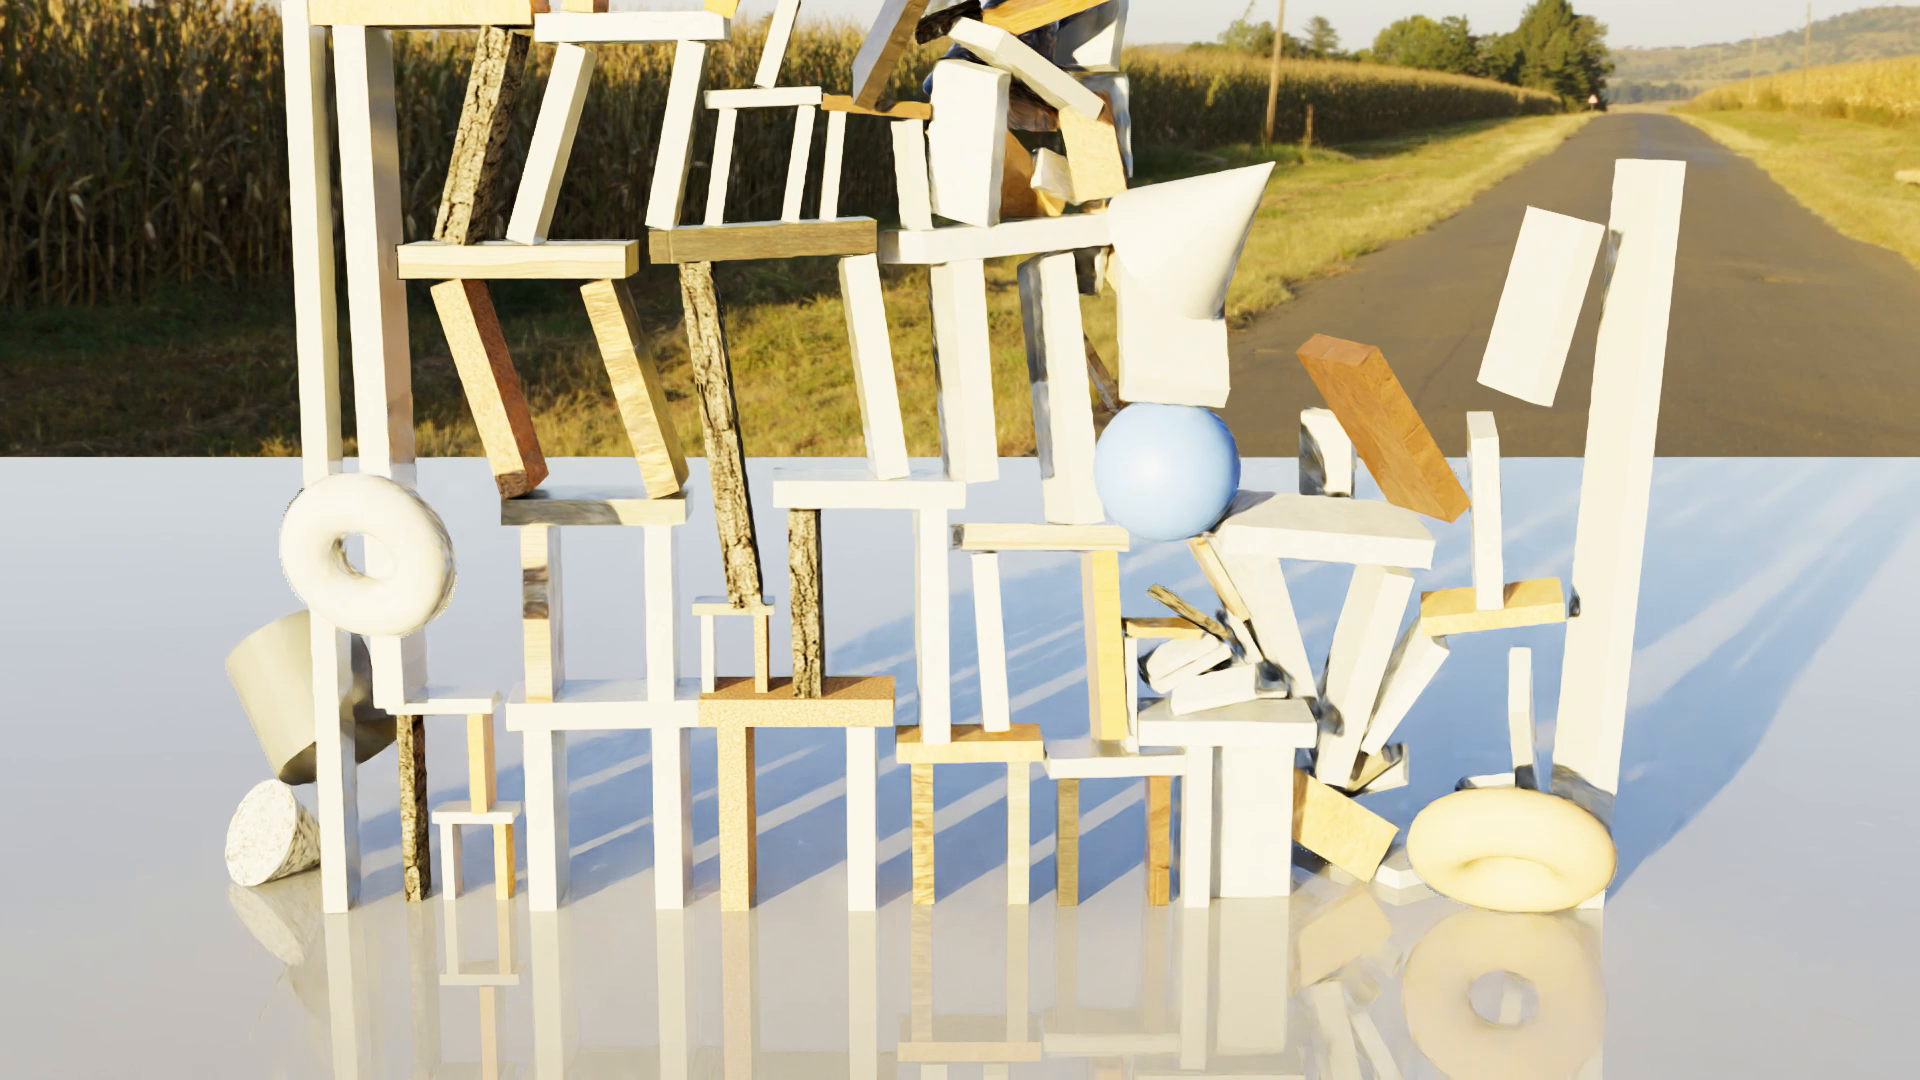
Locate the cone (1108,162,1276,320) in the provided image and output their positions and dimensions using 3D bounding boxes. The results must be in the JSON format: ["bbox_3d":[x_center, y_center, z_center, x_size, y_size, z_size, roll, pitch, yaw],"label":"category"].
[{"bbox_3d":[0.401,-0.511,3.390,0.247,0.247,0.247,-12,-20,-48],"label":"cone"}]

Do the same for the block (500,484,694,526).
[{"bbox_3d":[-0.580,-0.057,3.539,0.289,0.041,0.144,0,10,-1],"label":"block"}]

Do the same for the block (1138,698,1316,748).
[{"bbox_3d":[0.431,0.297,3.591,0.282,0.040,0.141,0,12,1],"label":"block"}]

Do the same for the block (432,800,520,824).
[{"bbox_3d":[-0.802,0.451,3.647,0.131,0.019,0.066,0,11,0],"label":"block"}]

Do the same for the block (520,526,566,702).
[{"bbox_3d":[-0.675,0.106,3.566,0.041,0.289,0.144,0,10,-2],"label":"block"}]

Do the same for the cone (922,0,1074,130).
[{"bbox_3d":[0.096,-0.840,3.557,0.270,0.270,0.270,9,29,-5],"label":"cone"}]

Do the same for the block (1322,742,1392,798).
[{"bbox_3d":[0.674,0.387,3.764,0.020,0.144,0.072,19,44,-32],"label":"block"}]

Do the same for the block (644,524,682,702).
[{"bbox_3d":[-0.482,0.104,3.573,0.041,0.289,0.144,0,11,-2],"label":"block"}]

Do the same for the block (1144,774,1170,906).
[{"bbox_3d":[0.326,0.481,3.645,0.032,0.223,0.112,-1,11,0],"label":"block"}]

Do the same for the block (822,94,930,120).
[{"bbox_3d":[-0.133,-0.680,3.453,0.168,0.024,0.084,5,10,-5],"label":"block"}]

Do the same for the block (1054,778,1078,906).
[{"bbox_3d":[0.176,0.480,3.643,0.032,0.223,0.112,0,12,-1],"label":"block"}]

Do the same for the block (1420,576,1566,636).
[{"bbox_3d":[0.870,0.109,3.599,0.226,0.032,0.113,-7,19,14],"label":"block"}]

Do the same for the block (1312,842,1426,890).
[{"bbox_3d":[0.721,0.550,3.803,0.106,0.030,0.212,-7,13,-34],"label":"block"}]

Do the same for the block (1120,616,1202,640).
[{"bbox_3d":[0.328,0.144,3.598,0.121,0.017,0.061,3,14,-22],"label":"block"}]

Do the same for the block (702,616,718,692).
[{"bbox_3d":[-0.409,0.178,3.590,0.018,0.130,0.065,0,11,0],"label":"block"}]

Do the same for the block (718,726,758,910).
[{"bbox_3d":[-0.367,0.438,3.636,0.044,0.311,0.155,0,11,0],"label":"block"}]

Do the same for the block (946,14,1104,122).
[{"bbox_3d":[0.103,-0.726,3.390,0.242,0.034,0.121,25,5,-44],"label":"block"}]

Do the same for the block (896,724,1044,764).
[{"bbox_3d":[0.014,0.335,3.633,0.239,0.034,0.119,-1,9,-2],"label":"block"}]

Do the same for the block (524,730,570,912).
[{"bbox_3d":[-0.682,0.440,3.633,0.043,0.307,0.153,0,11,-2],"label":"block"}]

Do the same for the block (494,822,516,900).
[{"bbox_3d":[-0.758,0.525,3.661,0.019,0.131,0.066,0,11,0],"label":"block"}]

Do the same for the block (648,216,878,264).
[{"bbox_3d":[-0.314,-0.476,3.483,0.351,0.050,0.176,-4,11,-7],"label":"block"}]

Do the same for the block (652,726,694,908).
[{"bbox_3d":[-0.475,0.439,3.644,0.043,0.307,0.153,0,11,0],"label":"block"}]

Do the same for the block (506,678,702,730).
[{"bbox_3d":[-0.579,0.268,3.604,0.307,0.043,0.153,-1,11,-4],"label":"block"}]

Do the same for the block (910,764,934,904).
[{"bbox_3d":[-0.063,0.471,3.651,0.034,0.238,0.119,-1,9,-2],"label":"block"}]

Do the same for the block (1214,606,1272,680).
[{"bbox_3d":[0.478,0.177,3.711,0.019,0.135,0.068,-36,31,-7],"label":"block"}]

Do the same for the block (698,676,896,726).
[{"bbox_3d":[-0.264,0.264,3.604,0.310,0.044,0.155,0,11,0],"label":"block"}]

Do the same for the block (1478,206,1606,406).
[{"bbox_3d":[0.916,-0.370,3.476,0.041,0.290,0.145,8,14,-25],"label":"block"}]

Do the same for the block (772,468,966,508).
[{"bbox_3d":[-0.150,-0.084,3.553,0.303,0.043,0.152,0,9,-6],"label":"block"}]

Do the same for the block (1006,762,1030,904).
[{"bbox_3d":[0.095,0.470,3.651,0.034,0.238,0.119,0,9,0],"label":"block"}]

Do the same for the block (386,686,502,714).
[{"bbox_3d":[-0.846,0.263,3.609,0.170,0.024,0.085,-1,11,0],"label":"block"}]

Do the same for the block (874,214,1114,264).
[{"bbox_3d":[0.054,-0.490,3.564,0.348,0.049,0.174,-10,12,-28],"label":"block"}]

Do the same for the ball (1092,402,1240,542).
[{"bbox_3d":[0.331,-0.114,3.525,0.236,0.236,0.236,0,11,0],"label":"ball"}]

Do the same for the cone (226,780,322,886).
[{"bbox_3d":[-1.131,0.525,3.791,0.183,0.183,0.183,9,-13,41],"label":"cone"}]

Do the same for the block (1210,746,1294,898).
[{"bbox_3d":[0.476,0.451,3.642,0.141,0.282,0.040,-1,12,-3],"label":"block"}]

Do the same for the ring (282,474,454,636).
[{"bbox_3d":[-0.850,0.022,3.159,0.258,0.258,0.086,2,28,10],"label":"ring"}]

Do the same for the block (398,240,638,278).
[{"bbox_3d":[-0.692,-0.444,3.473,0.347,0.049,0.174,0,10,-2],"label":"block"}]

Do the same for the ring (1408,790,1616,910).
[{"bbox_3d":[0.878,0.496,3.504,0.325,0.108,0.325,9,-30,5],"label":"ring"}]

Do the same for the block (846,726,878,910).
[{"bbox_3d":[-0.160,0.438,3.636,0.044,0.311,0.155,0,11,0],"label":"block"}]

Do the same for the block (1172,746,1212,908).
[{"bbox_3d":[0.385,0.451,3.647,0.040,0.282,0.141,-1,11,-3],"label":"block"}]

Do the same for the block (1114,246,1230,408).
[{"bbox_3d":[0.338,-0.368,3.529,0.166,0.332,0.047,4,-32,-5],"label":"block"}]

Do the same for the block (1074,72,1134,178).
[{"bbox_3d":[0.234,-0.671,3.575,0.083,0.167,0.024,-1,9,15],"label":"block"}]

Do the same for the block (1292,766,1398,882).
[{"bbox_3d":[0.621,0.479,3.706,0.212,0.106,0.030,31,-6,-9],"label":"block"}]

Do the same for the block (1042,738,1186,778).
[{"bbox_3d":[0.250,0.357,3.611,0.223,0.032,0.112,-1,11,-6],"label":"block"}]

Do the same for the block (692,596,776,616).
[{"bbox_3d":[-0.366,0.106,3.575,0.130,0.018,0.065,0,11,-2],"label":"block"}]

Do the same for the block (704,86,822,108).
[{"bbox_3d":[-0.307,-0.691,3.438,0.180,0.026,0.090,-3,11,-4],"label":"block"}]

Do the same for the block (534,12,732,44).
[{"bbox_3d":[-0.503,-0.792,3.403,0.285,0.040,0.143,-1,11,-1],"label":"block"}]

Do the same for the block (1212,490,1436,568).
[{"bbox_3d":[0.588,-0.021,3.602,0.339,0.048,0.170,4,22,-5],"label":"block"}]

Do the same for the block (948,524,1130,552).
[{"bbox_3d":[0.126,-0.002,3.633,0.287,0.041,0.144,1,-2,-5],"label":"block"}]

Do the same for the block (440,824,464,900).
[{"bbox_3d":[-0.845,0.525,3.661,0.019,0.131,0.066,0,11,0],"label":"block"}]

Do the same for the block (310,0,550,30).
[{"bbox_3d":[-0.814,-0.817,3.397,0.332,0.047,0.166,0,11,0],"label":"block"}]

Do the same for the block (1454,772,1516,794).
[{"bbox_3d":[1.017,0.463,4.184,0.139,0.020,0.070,-6,-18,-1],"label":"block"}]

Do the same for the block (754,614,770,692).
[{"bbox_3d":[-0.323,0.178,3.590,0.018,0.130,0.065,0,11,-1],"label":"block"}]

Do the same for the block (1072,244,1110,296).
[{"bbox_3d":[0.216,-0.472,3.674,0.018,0.127,0.063,8,2,-45],"label":"block"}]
